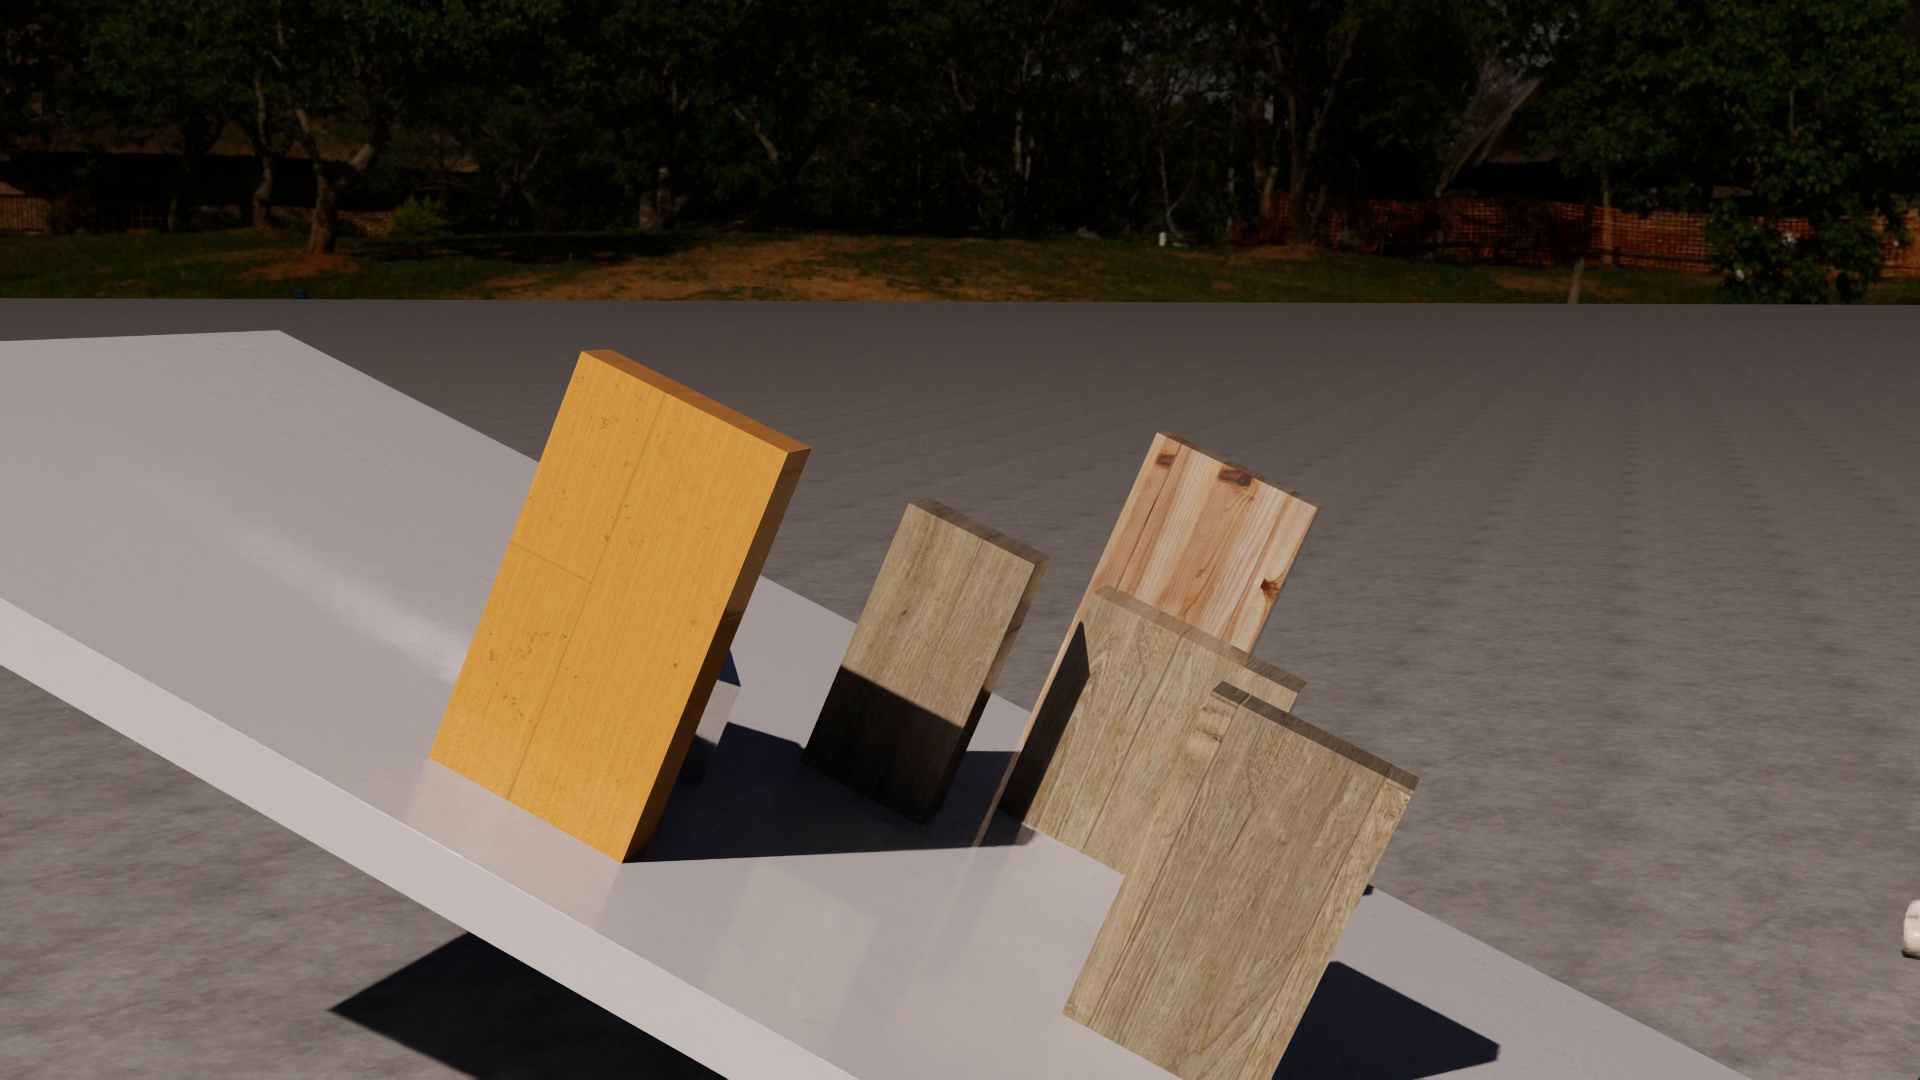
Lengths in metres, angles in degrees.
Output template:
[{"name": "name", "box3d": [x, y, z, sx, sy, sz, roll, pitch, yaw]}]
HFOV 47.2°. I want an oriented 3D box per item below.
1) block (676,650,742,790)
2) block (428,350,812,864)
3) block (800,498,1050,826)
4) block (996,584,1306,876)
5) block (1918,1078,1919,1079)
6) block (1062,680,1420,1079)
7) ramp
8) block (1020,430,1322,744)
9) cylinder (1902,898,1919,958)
[{"name": "block", "box3d": [-0.533, 0.283, 3.910, 0.205, 0.205, 0.205, 19, 14, -18]}, {"name": "block", "box3d": [-0.543, 0.104, 3.471, 0.371, 0.715, 0.098, 26, 13, 13]}, {"name": "block", "box3d": [-0.067, 0.228, 4.156, 0.265, 0.550, 0.116, 26, 13, 13]}, {"name": "block", "box3d": [0.376, 0.407, 4.347, 0.439, 0.484, 0.127, 26, 13, 13]}, {"name": "block", "box3d": [2.006, 1.221, 4.418, 0.195, 0.195, 0.195, 5, 8, 35]}, {"name": "block", "box3d": [0.446, 0.576, 3.540, 0.346, 0.601, 0.094, 26, 13, 13]}, {"name": "ramp", "box3d": [-0.284, 0.491, 4.181, 4.000, 0.100, 2.000, 26, 13, 13]}, {"name": "block", "box3d": [0.451, 0.184, 4.762, 0.375, 0.752, 0.083, 26, 13, 13]}, {"name": "cylinder", "box3d": [2.649, 1.059, 5.933, 0.156, 0.156, 0.156, 6, 9, 40]}]
